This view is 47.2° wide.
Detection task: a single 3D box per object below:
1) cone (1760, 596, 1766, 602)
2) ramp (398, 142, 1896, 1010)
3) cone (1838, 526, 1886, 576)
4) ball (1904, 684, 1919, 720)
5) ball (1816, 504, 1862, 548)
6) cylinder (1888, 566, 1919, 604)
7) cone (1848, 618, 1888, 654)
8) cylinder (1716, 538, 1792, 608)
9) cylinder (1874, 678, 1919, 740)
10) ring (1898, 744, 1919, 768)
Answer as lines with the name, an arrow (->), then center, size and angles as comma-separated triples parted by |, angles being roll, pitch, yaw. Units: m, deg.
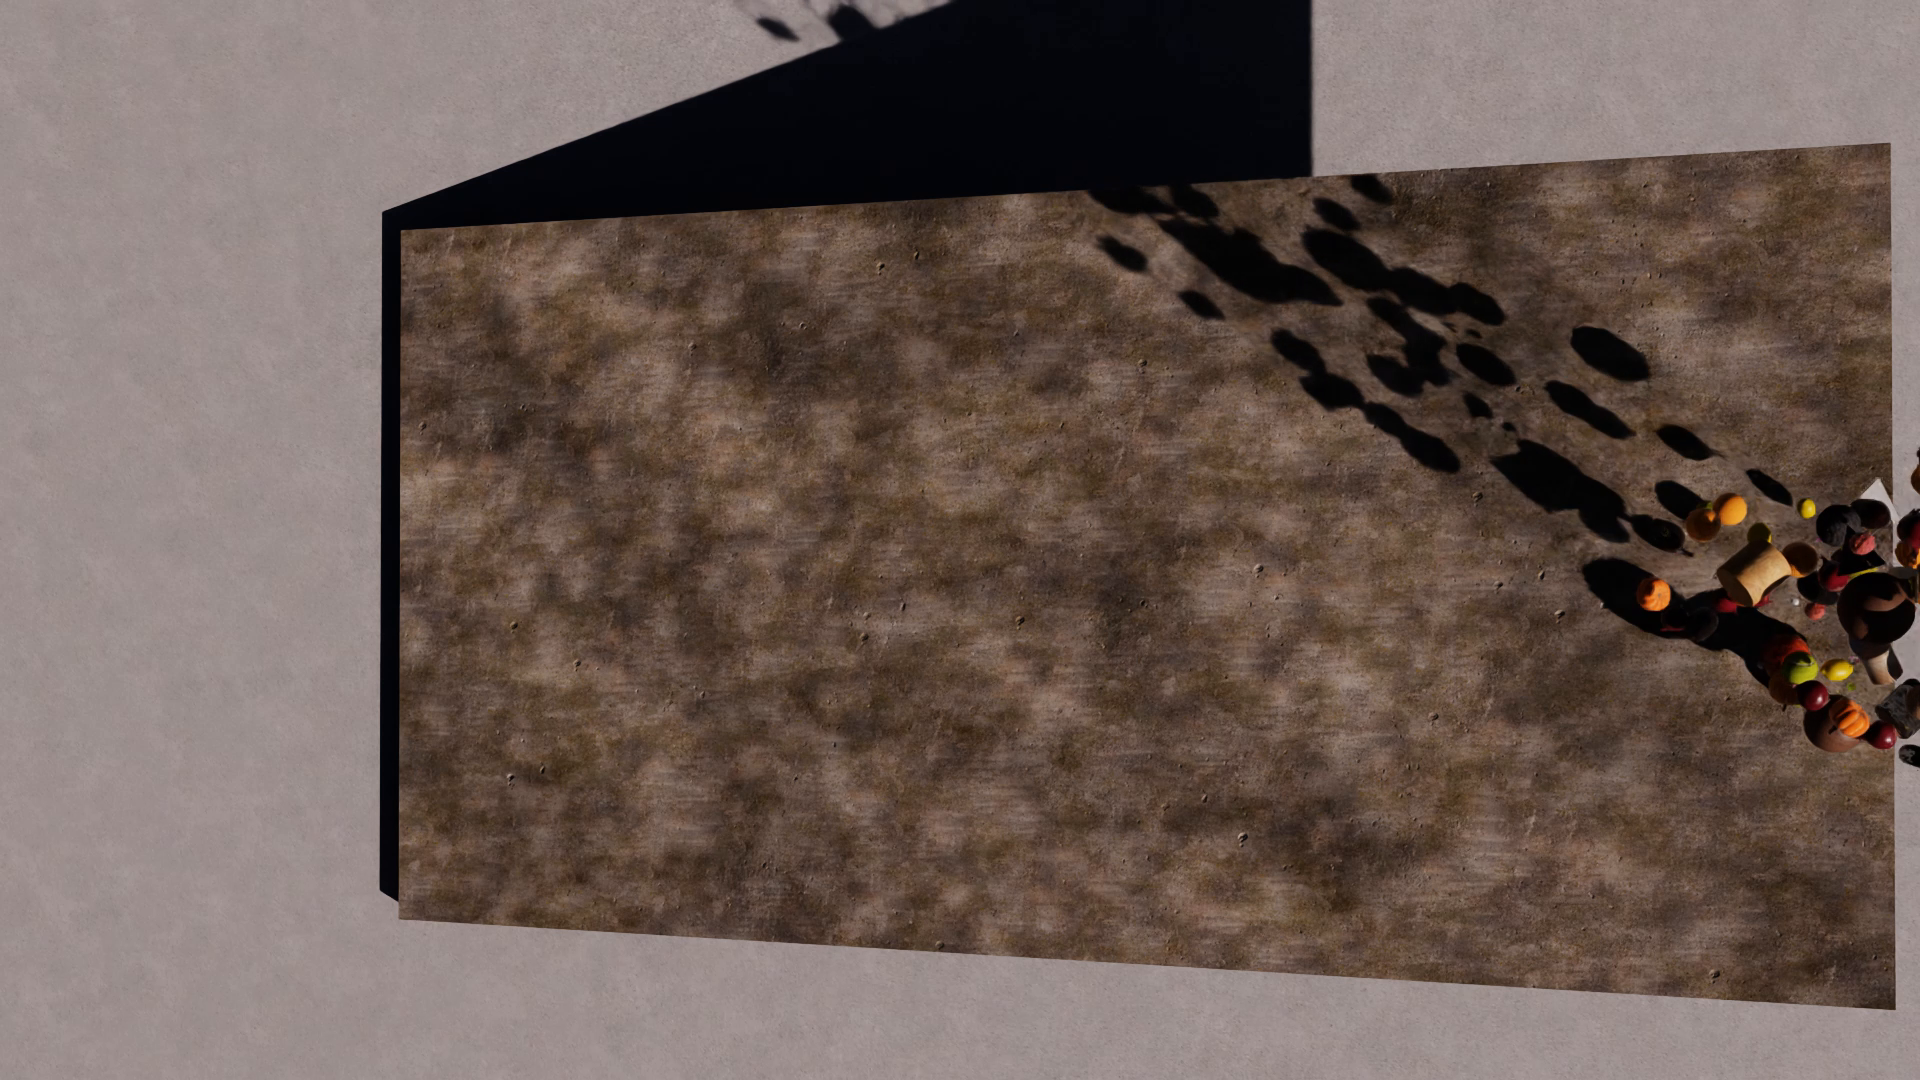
cone -> 1.614, 0.059, 4.455 | 0.098, 0.098, 0.098 | 37, 82, 0
ramp -> 0.279, 0.091, 5.774 | 4.000, 0.100, 2.000 | 0, 89, 19
cone -> 1.596, 0.013, 3.922 | 0.084, 0.084, 0.084 | -16, 86, 0
ball -> 1.947, 0.328, 4.439 | 0.074, 0.074, 0.074 | 0, 89, 0
ball -> 1.684, -0.027, 4.214 | 0.082, 0.082, 0.082 | 0, 89, 0
cylinder -> 1.714, 0.083, 3.995 | 0.053, 0.053, 0.053 | -9, 112, 0
cone -> 1.755, 0.191, 4.207 | 0.074, 0.074, 0.074 | 7, 89, -36
cylinder -> 1.557, 0.064, 4.314 | 0.098, 0.098, 0.098 | -39, 89, -4
cylinder -> 2.001, 0.356, 4.642 | 0.092, 0.092, 0.092 | -39, 89, -4
ring -> 1.711, 0.388, 3.883 | 0.103, 0.103, 0.034 | 15, 93, 0
